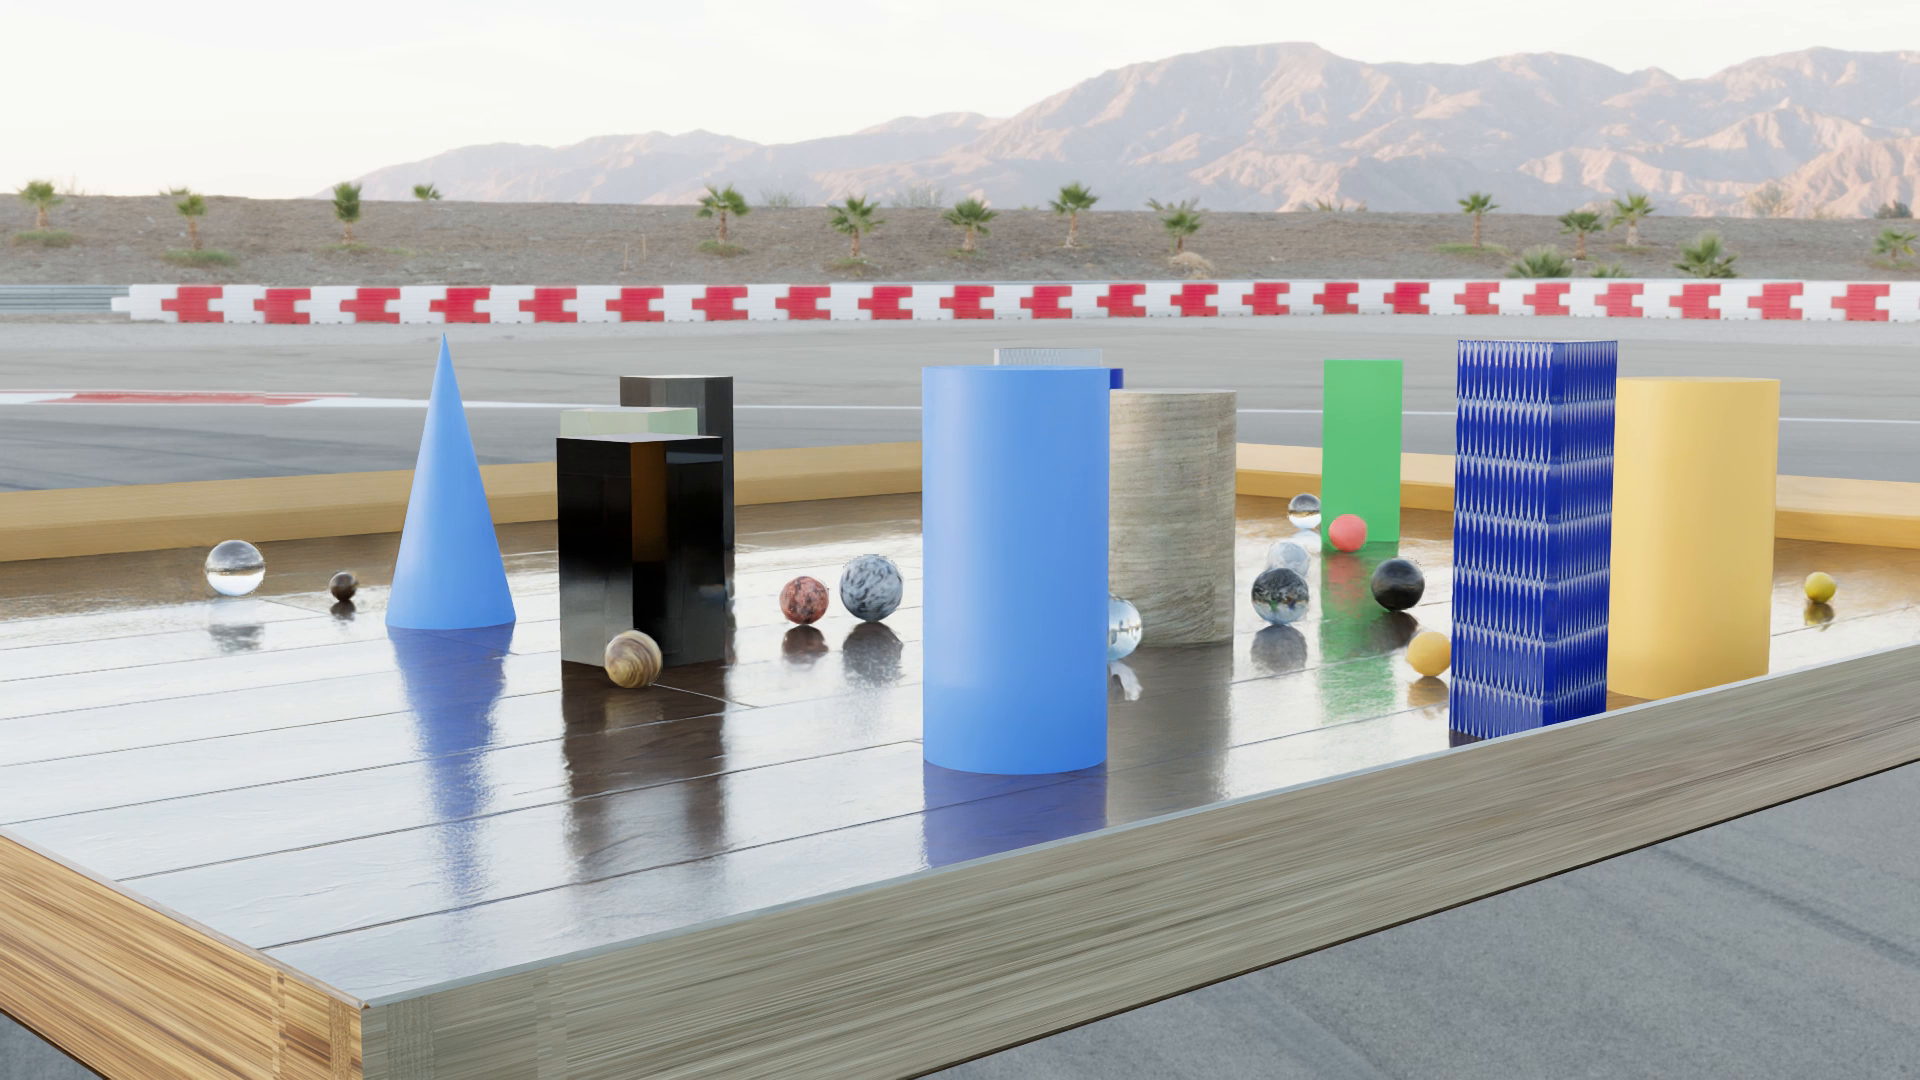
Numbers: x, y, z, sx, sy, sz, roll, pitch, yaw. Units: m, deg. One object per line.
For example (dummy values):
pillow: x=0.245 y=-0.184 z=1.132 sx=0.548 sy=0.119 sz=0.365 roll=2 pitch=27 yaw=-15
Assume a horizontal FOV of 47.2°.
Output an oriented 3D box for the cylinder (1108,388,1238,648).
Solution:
cylinder: x=0.277 y=-0.034 z=2.950 sx=0.183 sy=0.332 sz=0.183 roll=0 pitch=6 yaw=0

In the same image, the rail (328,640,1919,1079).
rail: x=1.009 y=0.147 z=2.245 sx=3.549 sy=0.119 sz=0.045 roll=-6 pitch=8 yaw=-42

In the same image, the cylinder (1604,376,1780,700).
cylinder: x=0.846 y=-0.006 z=2.547 sx=0.183 sy=0.361 sz=0.183 roll=0 pitch=6 yaw=0

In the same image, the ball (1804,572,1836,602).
ball: x=1.294 y=0.071 z=3.309 sx=0.046 sy=0.046 sz=0.046 roll=0 pitch=6 yaw=0

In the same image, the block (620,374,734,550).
block: x=-0.515 y=-0.140 z=4.011 sx=0.147 sy=0.317 sz=0.147 roll=-5 pitch=8 yaw=-41

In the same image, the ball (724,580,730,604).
ball: x=-0.364 y=0.077 z=3.214 sx=0.054 sy=0.054 sz=0.054 roll=0 pitch=6 yaw=0

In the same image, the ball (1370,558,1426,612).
ball: x=0.640 y=0.065 z=3.216 sx=0.078 sy=0.078 sz=0.078 roll=0 pitch=6 yaw=0

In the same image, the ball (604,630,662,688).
ball: x=-0.383 y=0.139 z=2.569 sx=0.067 sy=0.067 sz=0.067 roll=0 pitch=6 yaw=0

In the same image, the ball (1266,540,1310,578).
ball: x=0.528 y=0.036 z=3.531 sx=0.070 sy=0.070 sz=0.070 roll=0 pitch=6 yaw=0

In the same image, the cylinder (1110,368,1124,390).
cylinder: x=0.234 y=-0.181 z=4.382 sx=0.183 sy=0.321 sz=0.183 roll=0 pitch=6 yaw=0

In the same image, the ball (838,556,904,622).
ball: x=-0.125 y=0.069 z=3.112 sx=0.092 sy=0.092 sz=0.092 roll=0 pitch=6 yaw=0

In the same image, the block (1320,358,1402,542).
block: x=0.773 y=-0.176 z=4.235 sx=0.147 sy=0.341 sz=0.147 roll=1 pitch=6 yaw=10

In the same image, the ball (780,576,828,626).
ball: x=-0.218 y=0.085 z=3.074 sx=0.069 sy=0.069 sz=0.069 roll=0 pitch=6 yaw=0

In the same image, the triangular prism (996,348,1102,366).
triangular prism: x=0.111 y=-0.091 z=3.242 sx=0.159 sy=0.383 sz=0.137 roll=-2 pitch=6 yaw=-14

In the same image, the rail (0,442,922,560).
rail: x=-1.009 y=-0.085 z=4.419 sx=3.549 sy=0.119 sz=0.045 roll=-6 pitch=8 yaw=-42

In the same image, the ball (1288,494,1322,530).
ball: x=0.690 y=-0.057 z=4.391 sx=0.071 sy=0.071 sz=0.071 roll=0 pitch=6 yaw=0

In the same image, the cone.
cone: x=-0.724 y=-0.090 z=3.107 sx=0.183 sy=0.410 sz=0.183 roll=0 pitch=6 yaw=0

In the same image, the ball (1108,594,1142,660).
ball: x=0.187 y=0.110 z=2.765 sx=0.083 sy=0.083 sz=0.083 roll=0 pitch=6 yaw=0

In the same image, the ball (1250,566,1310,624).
ball: x=0.448 y=0.078 z=3.079 sx=0.081 sy=0.081 sz=0.081 roll=0 pitch=6 yaw=0

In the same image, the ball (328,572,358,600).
ball: x=-0.935 y=0.071 z=3.333 sx=0.042 sy=0.042 sz=0.042 roll=0 pitch=6 yaw=0

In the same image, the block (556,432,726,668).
block: x=-0.401 y=0.011 z=2.768 sx=0.147 sy=0.281 sz=0.147 roll=6 pitch=8 yaw=42

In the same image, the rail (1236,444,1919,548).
rail: x=1.287 y=-0.095 z=4.513 sx=0.045 sy=0.119 sz=3.022 roll=-6 pitch=8 yaw=-42

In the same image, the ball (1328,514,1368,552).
ball: x=0.704 y=-0.013 z=3.988 sx=0.070 sy=0.070 sz=0.070 roll=0 pitch=6 yaw=0

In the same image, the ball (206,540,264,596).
ball: x=-1.114 y=0.043 z=3.380 sx=0.087 sy=0.087 sz=0.087 roll=0 pitch=6 yaw=0

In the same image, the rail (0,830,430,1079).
rail: x=-1.287 y=0.157 z=2.152 sx=0.045 sy=0.119 sz=3.022 roll=-6 pitch=8 yaw=-42

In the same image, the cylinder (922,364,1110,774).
cylinder: x=0.055 y=0.023 z=2.167 sx=0.183 sy=0.384 sz=0.183 roll=0 pitch=6 yaw=0

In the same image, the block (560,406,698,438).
block: x=-0.489 y=-0.048 z=3.268 sx=0.147 sy=0.292 sz=0.147 roll=2 pitch=7 yaw=22

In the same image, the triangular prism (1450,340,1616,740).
triangular prism: x=0.574 y=0.000 z=2.266 sx=0.137 sy=0.409 sz=0.159 roll=4 pitch=7 yaw=36

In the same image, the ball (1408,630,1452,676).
ball: x=0.567 y=0.137 z=2.649 sx=0.055 sy=0.055 sz=0.055 roll=0 pitch=6 yaw=0
